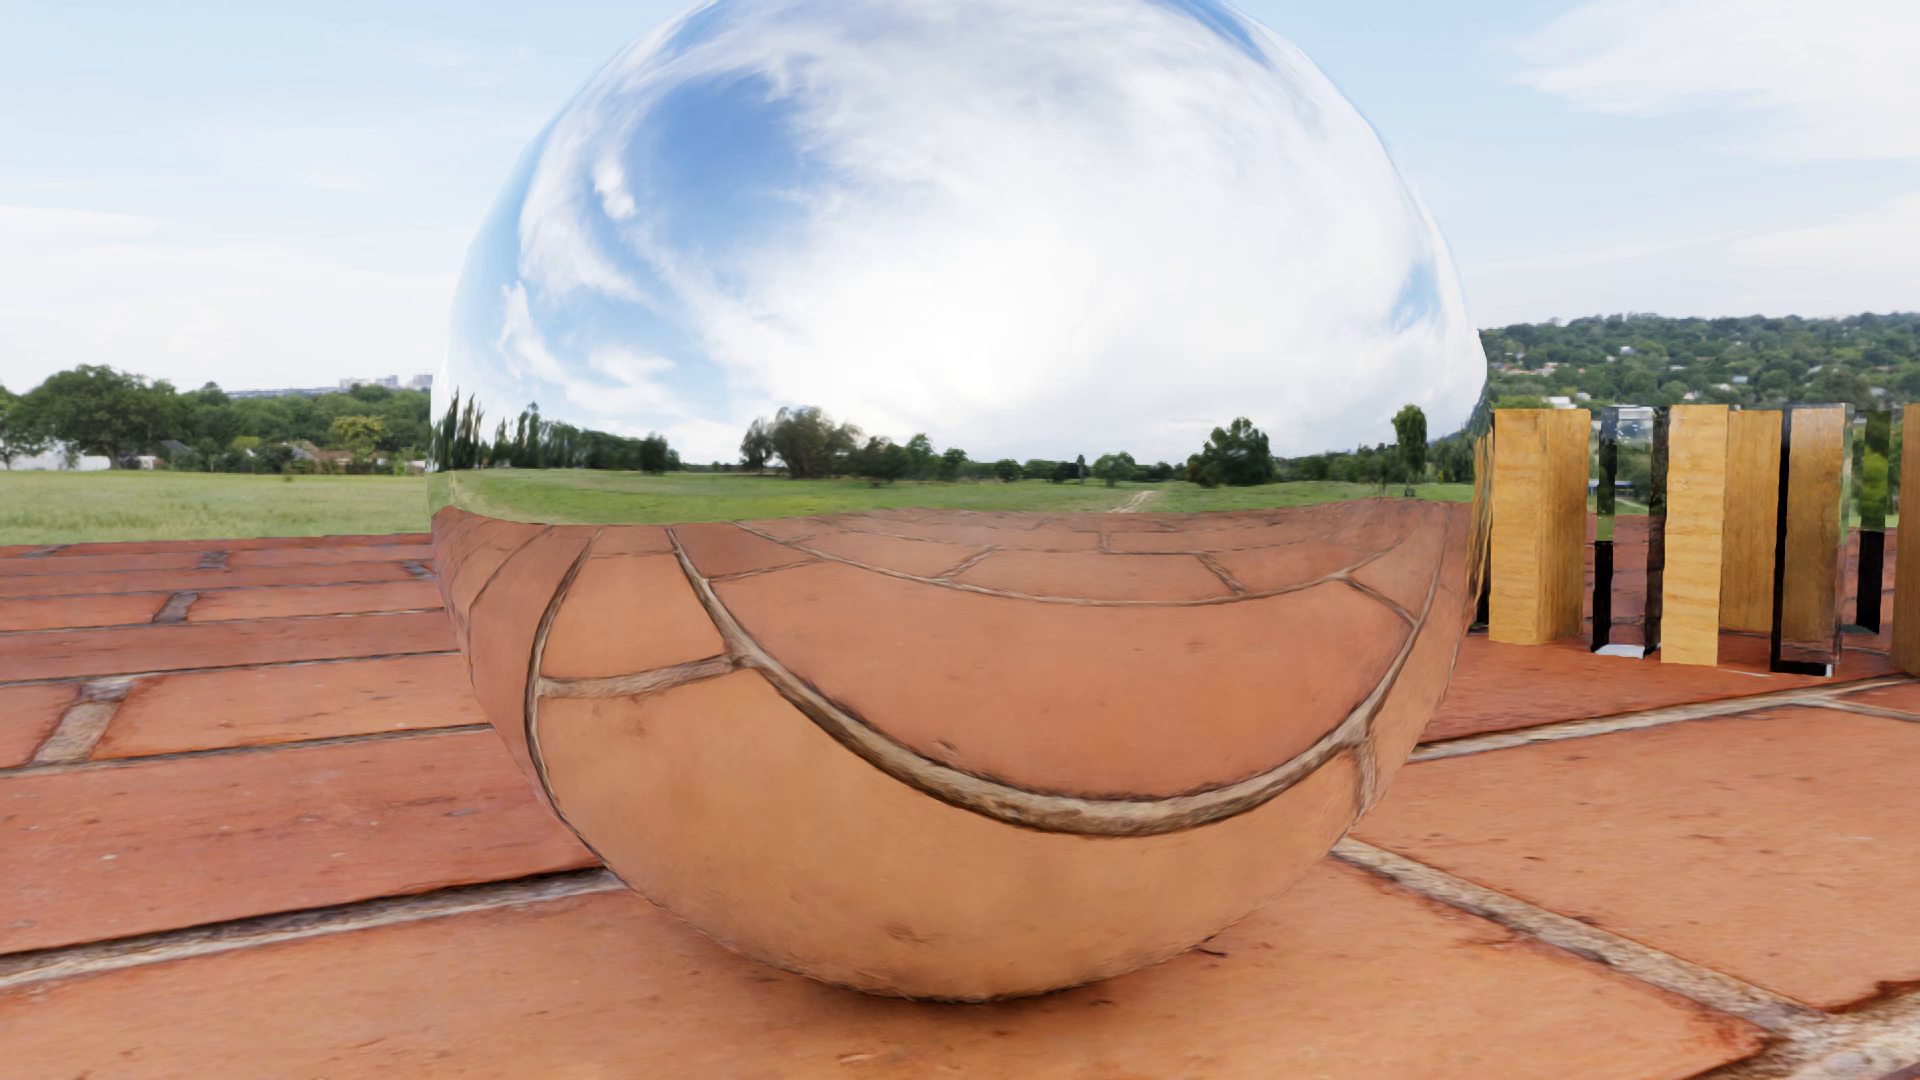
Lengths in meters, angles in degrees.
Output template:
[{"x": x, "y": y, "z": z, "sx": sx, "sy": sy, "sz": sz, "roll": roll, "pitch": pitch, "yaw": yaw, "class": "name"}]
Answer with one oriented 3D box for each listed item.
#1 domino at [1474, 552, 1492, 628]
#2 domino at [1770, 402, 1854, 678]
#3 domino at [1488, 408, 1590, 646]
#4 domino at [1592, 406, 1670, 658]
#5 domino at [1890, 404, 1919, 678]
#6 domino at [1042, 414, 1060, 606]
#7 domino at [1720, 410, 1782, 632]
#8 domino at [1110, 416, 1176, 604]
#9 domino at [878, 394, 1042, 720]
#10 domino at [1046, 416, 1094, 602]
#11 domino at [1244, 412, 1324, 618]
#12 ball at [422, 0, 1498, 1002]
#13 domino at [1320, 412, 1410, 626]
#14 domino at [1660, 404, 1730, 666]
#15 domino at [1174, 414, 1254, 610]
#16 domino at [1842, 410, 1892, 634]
[{"x": 0.113, "y": -0.005, "z": 0.296, "sx": 0.025, "sy": 0.050, "sz": 0.010, "roll": -4, "pitch": 6, "yaw": -42, "class": "domino"}, {"x": 0.163, "y": -0.001, "z": 0.245, "sx": 0.009, "sy": 0.050, "sz": 0.025, "roll": 3, "pitch": 5, "yaw": 38, "class": "domino"}, {"x": 0.127, "y": -0.004, "z": 0.281, "sx": 0.025, "sy": 0.050, "sz": 0.009, "roll": -4, "pitch": 6, "yaw": -42, "class": "domino"}, {"x": 0.140, "y": -0.002, "z": 0.266, "sx": 0.010, "sy": 0.050, "sz": 0.025, "roll": 3, "pitch": 5, "yaw": 38, "class": "domino"}, {"x": 0.181, "y": 0.000, "z": 0.234, "sx": 0.009, "sy": 0.050, "sz": 0.025, "roll": 2, "pitch": 5, "yaw": 21, "class": "domino"}, {"x": 0.014, "y": -0.008, "z": 0.345, "sx": 0.025, "sy": 0.050, "sz": 0.009, "roll": 3, "pitch": 5, "yaw": 32, "class": "domino"}, {"x": 0.186, "y": -0.005, "z": 0.294, "sx": 0.009, "sy": 0.050, "sz": 0.025, "roll": -3, "pitch": 5, "yaw": -38, "class": "domino"}, {"x": 0.050, "y": -0.009, "z": 0.351, "sx": 0.010, "sy": 0.050, "sz": 0.025, "roll": 2, "pitch": 5, "yaw": 27, "class": "domino"}, {"x": 0.000, "y": 0.002, "z": 0.201, "sx": 0.025, "sy": 0.050, "sz": 0.010, "roll": 0, "pitch": 4, "yaw": 0, "class": "domino"}, {"x": 0.030, "y": -0.009, "z": 0.356, "sx": 0.010, "sy": 0.050, "sz": 0.025, "roll": 0, "pitch": 4, "yaw": -4, "class": "domino"}, {"x": 0.083, "y": -0.007, "z": 0.326, "sx": 0.009, "sy": 0.050, "sz": 0.025, "roll": 4, "pitch": 6, "yaw": 43, "class": "domino"}, {"x": 0.000, "y": -0.005, "z": 0.103, "sx": 0.080, "sy": 0.080, "sz": 0.080, "roll": 0, "pitch": 4, "yaw": 0, "class": "ball"}, {"x": 0.098, "y": -0.006, "z": 0.311, "sx": 0.009, "sy": 0.050, "sz": 0.025, "roll": 4, "pitch": 6, "yaw": 45, "class": "domino"}, {"x": 0.147, "y": -0.002, "z": 0.257, "sx": 0.009, "sy": 0.050, "sz": 0.025, "roll": 3, "pitch": 5, "yaw": 31, "class": "domino"}, {"x": 0.068, "y": -0.008, "z": 0.340, "sx": 0.009, "sy": 0.050, "sz": 0.025, "roll": 3, "pitch": 5, "yaw": 39, "class": "domino"}, {"x": 0.205, "y": -0.005, "z": 0.298, "sx": 0.009, "sy": 0.050, "sz": 0.025, "roll": 1, "pitch": 5, "yaw": 19, "class": "domino"}]
